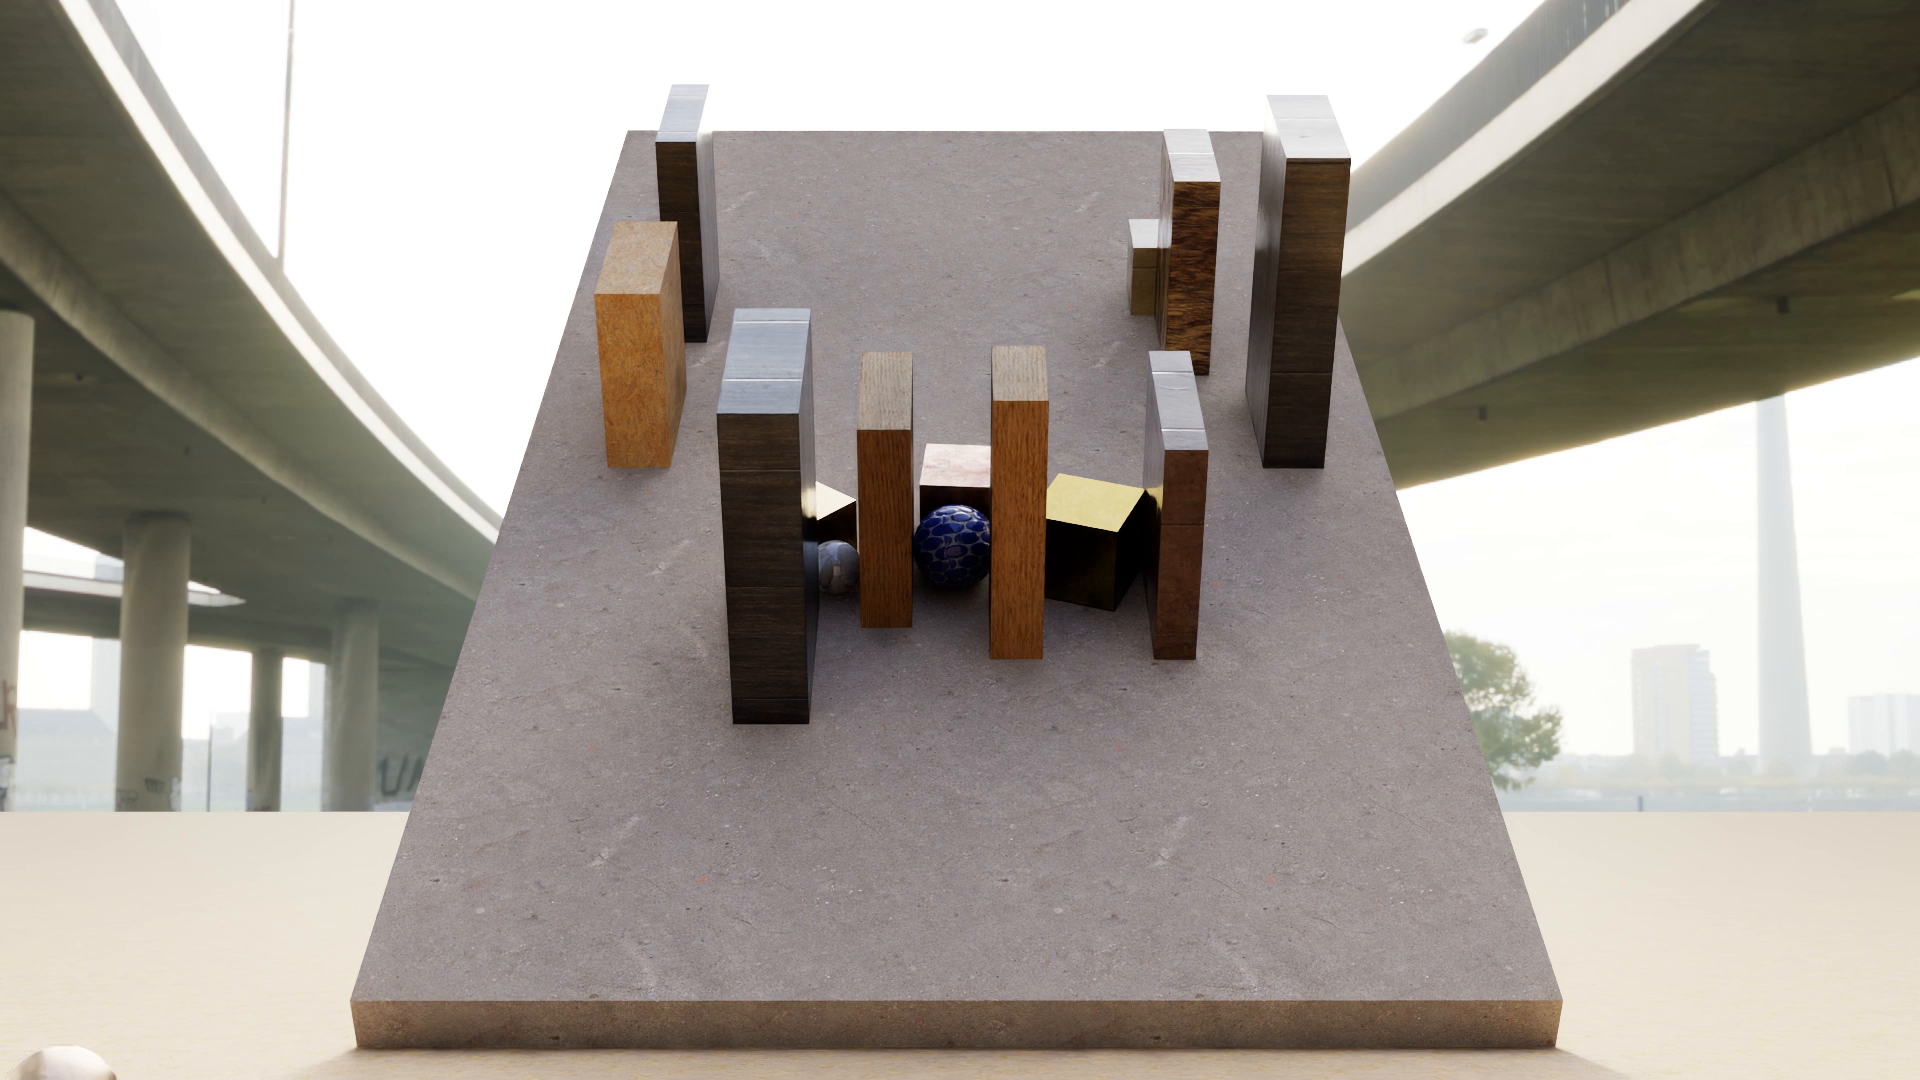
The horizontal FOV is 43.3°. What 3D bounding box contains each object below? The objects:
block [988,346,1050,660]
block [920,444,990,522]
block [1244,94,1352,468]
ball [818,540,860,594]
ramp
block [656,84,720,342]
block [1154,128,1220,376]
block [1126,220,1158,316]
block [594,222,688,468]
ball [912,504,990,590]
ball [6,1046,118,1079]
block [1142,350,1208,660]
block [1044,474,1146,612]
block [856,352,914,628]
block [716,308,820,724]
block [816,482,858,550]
[{"bbox_3d":[0.114,-0.072,4.833,0.105,0.584,0.240,0,30,0],"label":"block"},{"bbox_3d":[0.013,-0.080,5.240,0.185,0.185,0.185,2,30,3],"label":"block"},{"bbox_3d":[0.768,-0.591,5.551,0.140,0.759,0.394,0,30,0],"label":"block"},{"bbox_3d":[-0.262,0.057,5.073,0.115,0.115,0.115,0,-6,0],"label":"ball"},{"bbox_3d":[-0.013,-0.207,5.740,2.000,0.100,4.000,0,30,0],"label":"ramp"},{"bbox_3d":[-0.692,-0.836,6.179,0.099,0.539,0.408,0,30,0],"label":"block"},{"bbox_3d":[0.561,-0.717,6.010,0.110,0.512,0.351,0,30,0],"label":"block"},{"bbox_3d":[0.538,-0.714,6.324,0.189,0.189,0.189,0,30,0],"label":"block"},{"bbox_3d":[-0.738,-0.458,5.634,0.144,0.437,0.409,0,30,0],"label":"block"},{"bbox_3d":[-0.010,0.014,5.086,0.179,0.179,0.179,0,-6,0],"label":"ball"},{"bbox_3d":[-1.008,0.634,2.713,0.131,0.131,0.131,0,-6,0],"label":"ball"},{"bbox_3d":[0.433,-0.075,4.943,0.084,0.479,0.433,0,30,0],"label":"block"},{"bbox_3d":[0.266,0.004,5.091,0.192,0.192,0.192,11,32,18],"label":"block"},{"bbox_3d":[-0.151,-0.106,5.012,0.105,0.460,0.348,0,30,0],"label":"block"},{"bbox_3d":[-0.365,-0.048,4.697,0.147,0.675,0.446,0,30,0],"label":"block"},{"bbox_3d":[-0.324,-0.020,5.174,0.146,0.146,0.146,25,38,35],"label":"block"}]
